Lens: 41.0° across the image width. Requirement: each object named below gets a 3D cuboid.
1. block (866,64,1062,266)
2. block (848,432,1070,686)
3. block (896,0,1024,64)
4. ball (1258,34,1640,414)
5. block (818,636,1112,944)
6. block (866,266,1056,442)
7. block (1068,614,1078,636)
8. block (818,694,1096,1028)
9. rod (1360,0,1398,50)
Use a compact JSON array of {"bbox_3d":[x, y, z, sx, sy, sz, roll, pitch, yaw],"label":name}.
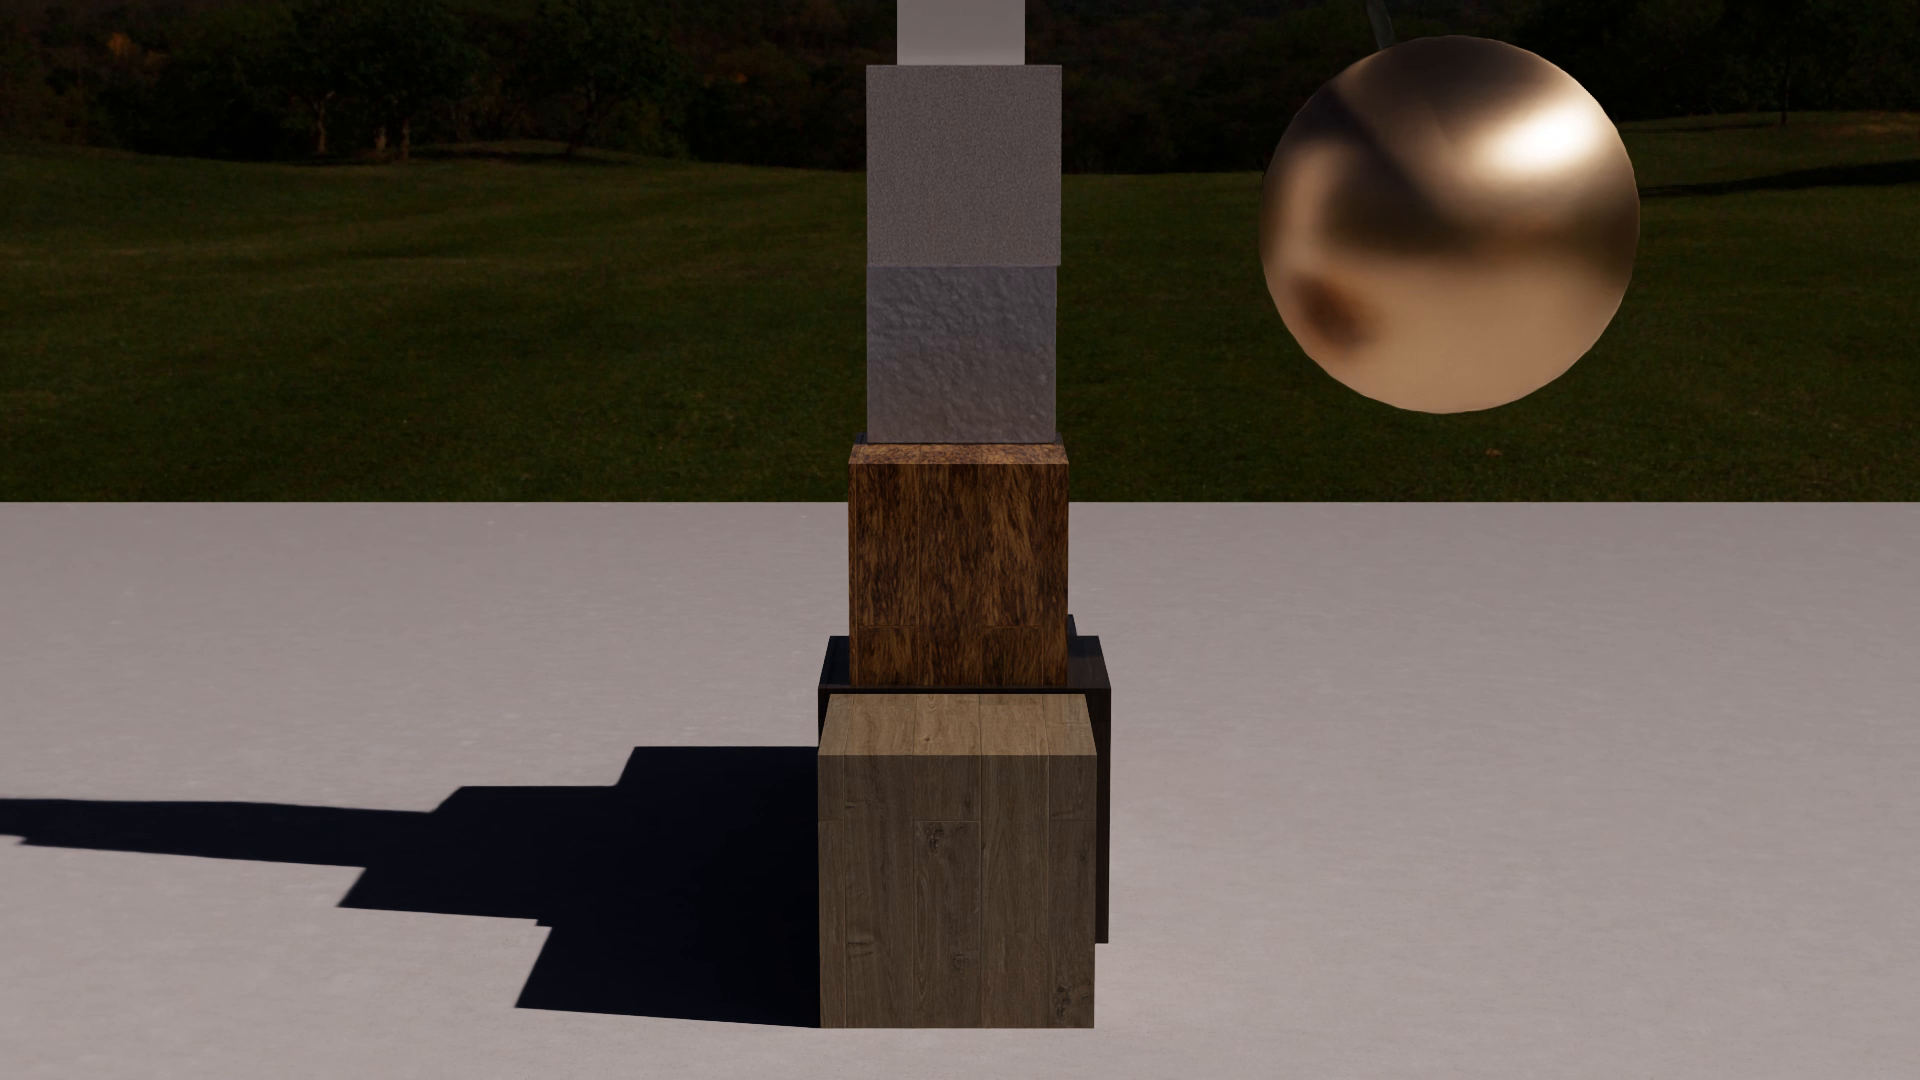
[{"bbox_3d":[0.016,-1.596,10.918,0.799,0.819,0.729,0,9,0],"label":"block"},{"bbox_3d":[-0.006,0.060,10.723,0.879,0.902,0.914,0,10,0],"label":"block"},{"bbox_3d":[0.003,-2.309,10.806,0.525,0.623,0.527,0,9,0],"label":"block"},{"bbox_3d":[2.074,-1.338,10.937,1.600,1.600,1.600,0,10,0],"label":"ball"},{"bbox_3d":[0.018,1.035,10.877,1.179,1.072,0.984,0,10,0],"label":"block"},{"bbox_3d":[0.006,-0.829,11.038,0.786,0.735,0.746,0,9,0],"label":"block"},{"bbox_3d":[0.015,0.912,11.831,1.043,0.972,0.918,0,10,0],"label":"block"},{"bbox_3d":[-0.010,1.219,9.924,1.020,1.051,0.937,0,10,0],"label":"block"},{"bbox_3d":[0.899,-4.477,10.366,0.080,5.200,0.080,-20,10,4],"label":"rod"}]
